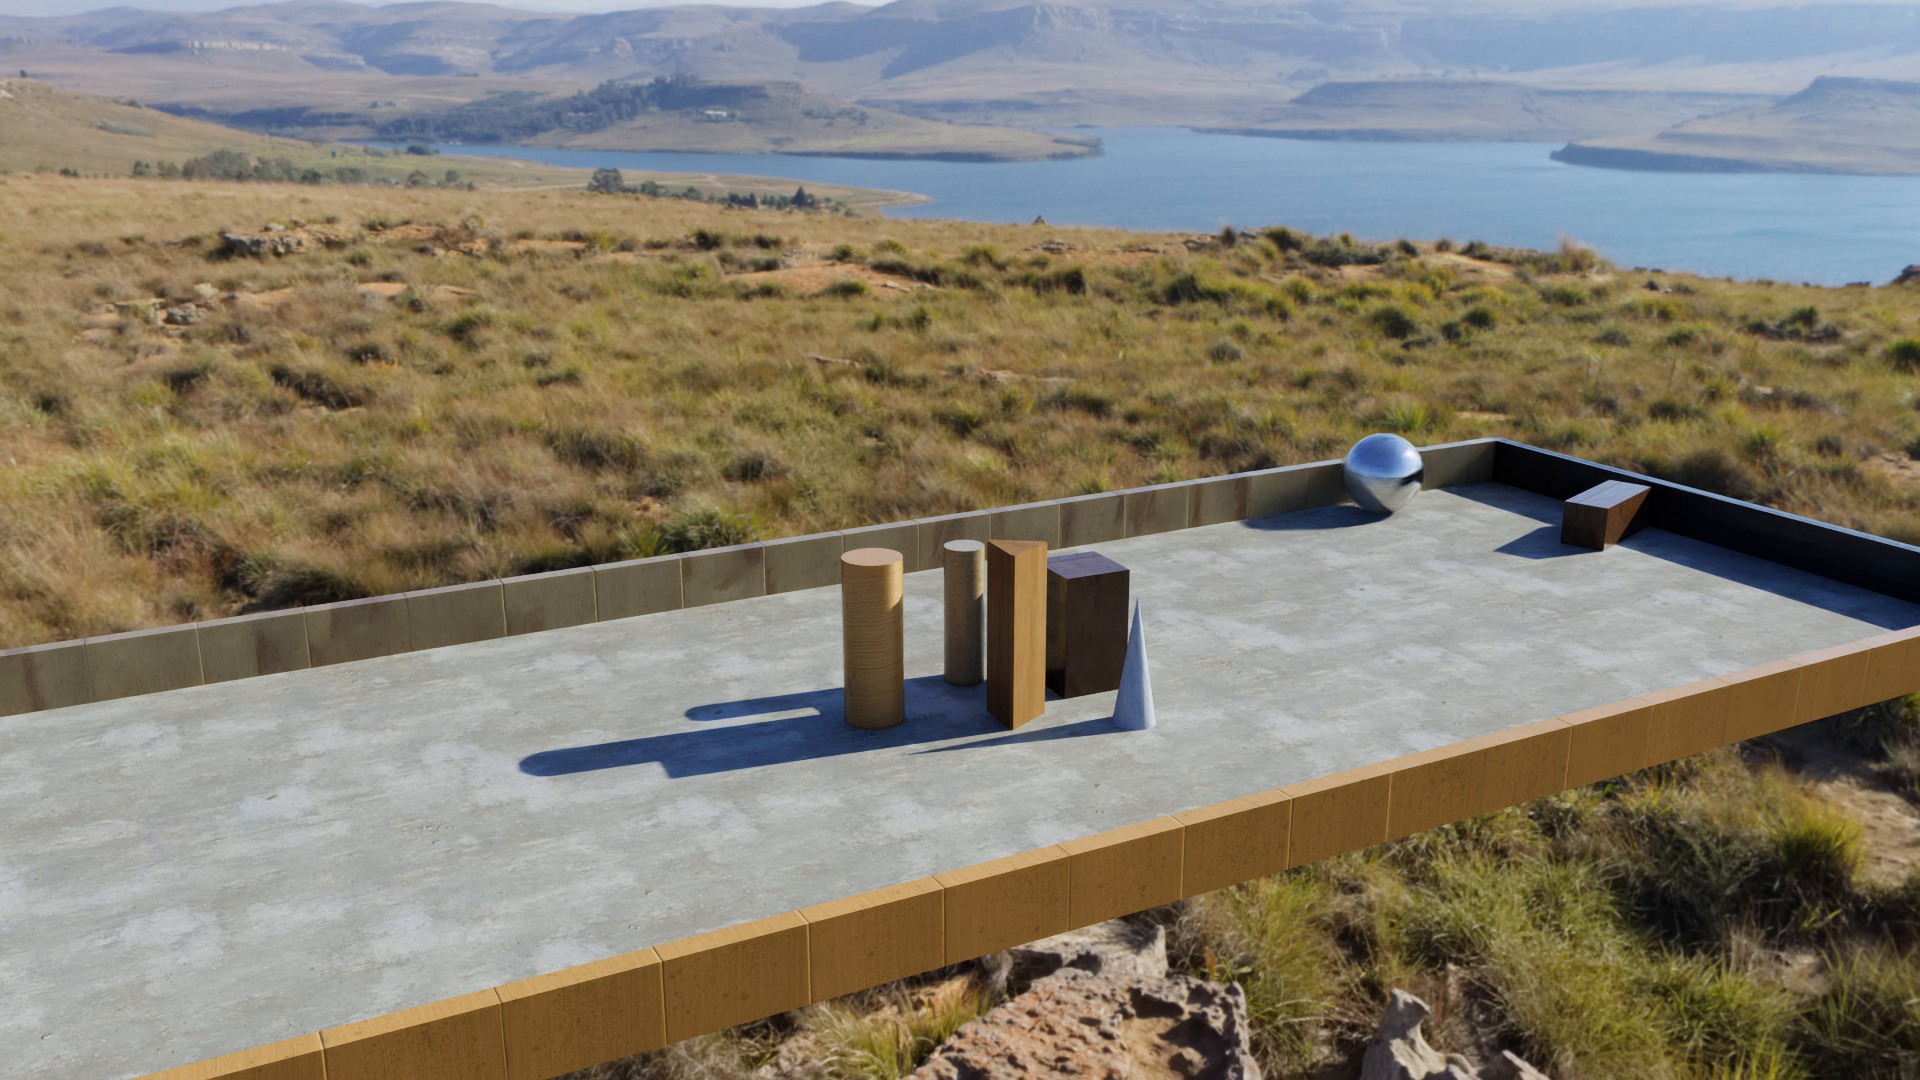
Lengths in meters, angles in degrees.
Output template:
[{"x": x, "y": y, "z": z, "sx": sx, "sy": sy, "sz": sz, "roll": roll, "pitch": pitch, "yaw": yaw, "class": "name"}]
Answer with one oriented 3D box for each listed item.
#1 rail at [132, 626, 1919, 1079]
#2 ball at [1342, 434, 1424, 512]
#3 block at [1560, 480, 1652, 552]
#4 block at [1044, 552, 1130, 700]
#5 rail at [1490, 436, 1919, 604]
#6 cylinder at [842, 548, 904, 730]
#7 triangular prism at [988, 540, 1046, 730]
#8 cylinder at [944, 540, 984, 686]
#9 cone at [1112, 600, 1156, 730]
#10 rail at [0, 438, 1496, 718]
[{"x": -2.336, "y": 1.006, "z": 1.665, "sx": 12.000, "sy": 0.150, "sz": 0.050, "roll": -9, "pitch": 18, "yaw": -27, "class": "rail"}, {"x": 1.450, "y": -0.230, "z": 5.653, "sx": 0.273, "sy": 0.273, "sz": 0.273, "roll": 0, "pitch": 16, "yaw": 0, "class": "ball"}, {"x": 2.112, "y": -0.083, "z": 5.389, "sx": 0.141, "sy": 0.141, "sz": 0.369, "roll": 14, "pitch": 22, "yaw": 40, "class": "block"}, {"x": 0.297, "y": 0.208, "z": 4.099, "sx": 0.175, "sy": 0.308, "sz": 0.175, "roll": -8, "pitch": 18, "yaw": -24, "class": "block"}, {"x": 2.466, "y": -0.048, "z": 5.253, "sx": 0.050, "sy": 0.150, "sz": 2.100, "roll": -9, "pitch": 18, "yaw": -27, "class": "rail"}, {"x": -0.203, "y": 0.231, "z": 3.855, "sx": 0.142, "sy": 0.402, "sz": 0.142, "roll": 0, "pitch": 16, "yaw": 0, "class": "cylinder"}, {"x": 0.113, "y": 0.214, "z": 3.872, "sx": 0.119, "sy": 0.426, "sz": 0.137, "roll": 12, "pitch": 20, "yaw": 35, "class": "triangular prism"}, {"x": 0.010, "y": 0.182, "z": 4.110, "sx": 0.101, "sy": 0.352, "sz": 0.101, "roll": 0, "pitch": 16, "yaw": 0, "class": "cylinder"}, {"x": 0.411, "y": 0.278, "z": 3.850, "sx": 0.103, "sy": 0.316, "sz": 0.103, "roll": 0, "pitch": 16, "yaw": 0, "class": "cone"}, {"x": -3.305, "y": 0.497, "z": 3.399, "sx": 12.000, "sy": 0.150, "sz": 0.050, "roll": -9, "pitch": 18, "yaw": -27, "class": "rail"}]
